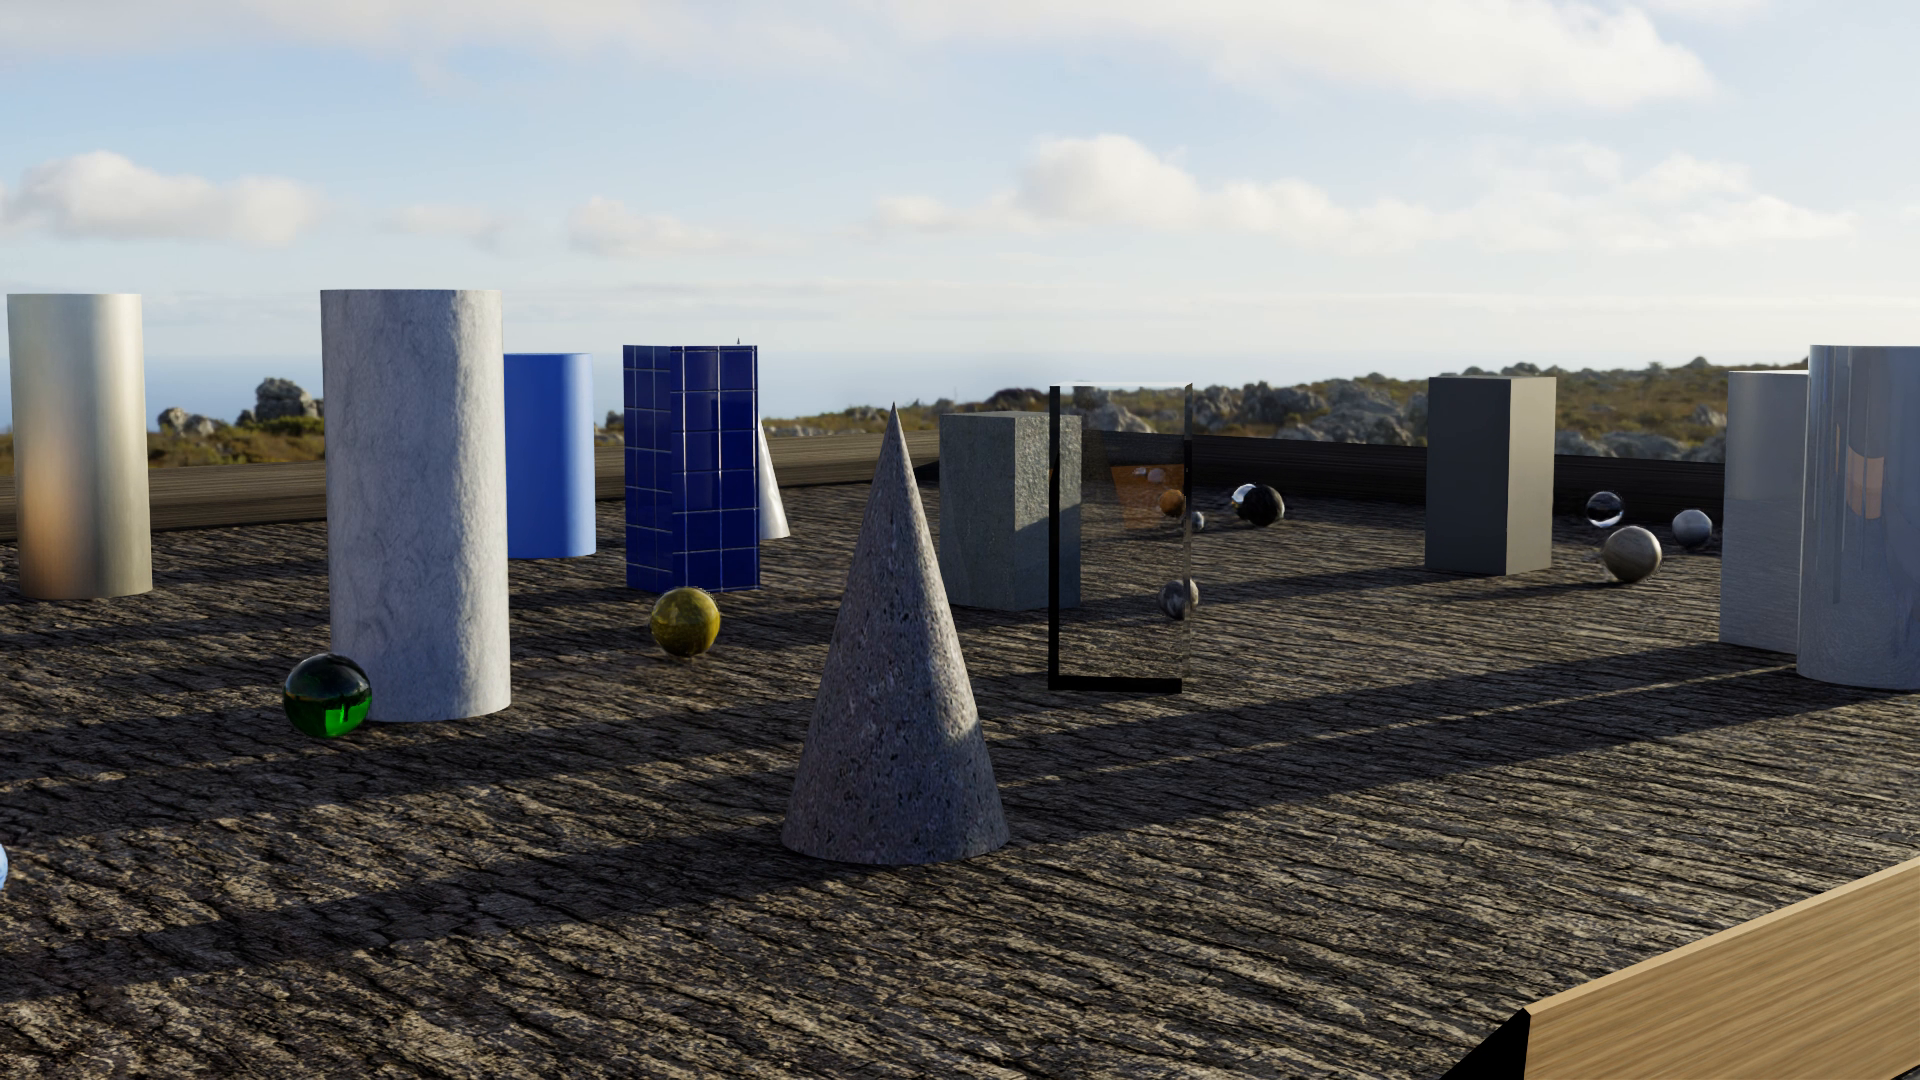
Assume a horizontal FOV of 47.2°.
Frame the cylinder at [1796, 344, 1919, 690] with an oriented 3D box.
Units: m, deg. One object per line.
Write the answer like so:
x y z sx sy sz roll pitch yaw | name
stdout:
1.125 -0.035 2.664 0.195 0.402 0.195 0 6 0 | cylinder

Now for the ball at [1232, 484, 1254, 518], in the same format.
0.616 -0.082 4.692 0.074 0.074 0.074 0 6 0 | ball

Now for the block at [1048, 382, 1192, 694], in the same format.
0.193 -0.008 2.630 0.156 0.357 0.156 1 6 9 | block

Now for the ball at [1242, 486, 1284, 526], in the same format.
0.625 -0.071 4.541 0.084 0.084 0.084 0 6 0 | ball

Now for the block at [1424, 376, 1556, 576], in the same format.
0.914 -0.116 3.792 0.156 0.329 0.156 5 8 42 | block

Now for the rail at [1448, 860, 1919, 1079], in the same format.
1.269 0.176 1.964 3.986 0.127 0.045 -5 8 -42 | rail

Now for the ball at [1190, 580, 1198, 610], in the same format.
0.322 0.081 3.224 0.056 0.056 0.056 0 6 0 | ball

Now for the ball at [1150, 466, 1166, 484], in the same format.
0.508 -0.166 5.643 0.044 0.044 0.044 0 6 0 | ball

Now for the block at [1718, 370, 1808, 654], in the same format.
1.129 -0.041 2.913 0.156 0.363 0.156 -3 7 -28 | block

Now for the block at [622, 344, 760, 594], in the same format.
-0.429 -0.117 3.515 0.156 0.389 0.156 -4 7 -36 | block

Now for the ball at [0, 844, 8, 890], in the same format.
-0.739 0.243 1.621 0.068 0.068 0.068 0 6 0 | ball

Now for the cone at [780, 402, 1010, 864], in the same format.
-0.055 0.067 1.850 0.195 0.370 0.195 0 6 0 | cone

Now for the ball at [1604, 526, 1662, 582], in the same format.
1.102 0.024 3.603 0.092 0.092 0.092 0 6 0 | ball

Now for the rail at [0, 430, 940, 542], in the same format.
-1.269 -0.110 4.699 3.986 0.127 0.045 -5 8 -42 | rail

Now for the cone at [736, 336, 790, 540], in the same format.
-0.435 -0.206 4.340 0.195 0.395 0.195 0 6 0 | cone

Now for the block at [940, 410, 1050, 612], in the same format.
0.079 -0.048 3.349 0.156 0.287 0.156 6 8 44 | block

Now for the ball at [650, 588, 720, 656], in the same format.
-0.354 0.105 2.831 0.089 0.089 0.089 0 6 0 | ball

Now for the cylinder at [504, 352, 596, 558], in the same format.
-0.769 -0.158 4.027 0.195 0.364 0.195 0 6 0 | cylinder

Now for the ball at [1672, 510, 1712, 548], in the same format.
1.370 -0.021 4.117 0.073 0.073 0.073 0 6 0 | ball

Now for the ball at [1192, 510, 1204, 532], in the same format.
0.467 -0.036 4.404 0.044 0.044 0.044 0 6 0 | ball

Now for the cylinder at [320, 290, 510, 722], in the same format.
-0.606 -0.045 2.456 0.195 0.466 0.195 0 6 0 | cylinder

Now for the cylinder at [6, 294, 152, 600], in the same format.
-1.385 -0.152 3.464 0.195 0.469 0.195 0 6 0 | cylinder

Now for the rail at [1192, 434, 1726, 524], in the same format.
1.447 -0.106 4.660 0.045 0.127 3.789 -5 8 -42 | rail

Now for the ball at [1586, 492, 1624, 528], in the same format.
1.322 -0.063 4.512 0.075 0.075 0.075 0 6 0 | ball

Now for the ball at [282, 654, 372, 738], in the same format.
-0.658 0.162 2.289 0.089 0.089 0.089 0 6 0 | ball

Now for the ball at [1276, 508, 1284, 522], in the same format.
0.659 -0.060 4.622 0.045 0.045 0.045 0 6 0 | ball

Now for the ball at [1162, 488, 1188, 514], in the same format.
0.469 -0.085 4.791 0.059 0.059 0.059 0 6 0 | ball

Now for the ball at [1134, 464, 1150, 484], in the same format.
0.471 -0.170 5.669 0.047 0.047 0.047 0 6 0 | ball
